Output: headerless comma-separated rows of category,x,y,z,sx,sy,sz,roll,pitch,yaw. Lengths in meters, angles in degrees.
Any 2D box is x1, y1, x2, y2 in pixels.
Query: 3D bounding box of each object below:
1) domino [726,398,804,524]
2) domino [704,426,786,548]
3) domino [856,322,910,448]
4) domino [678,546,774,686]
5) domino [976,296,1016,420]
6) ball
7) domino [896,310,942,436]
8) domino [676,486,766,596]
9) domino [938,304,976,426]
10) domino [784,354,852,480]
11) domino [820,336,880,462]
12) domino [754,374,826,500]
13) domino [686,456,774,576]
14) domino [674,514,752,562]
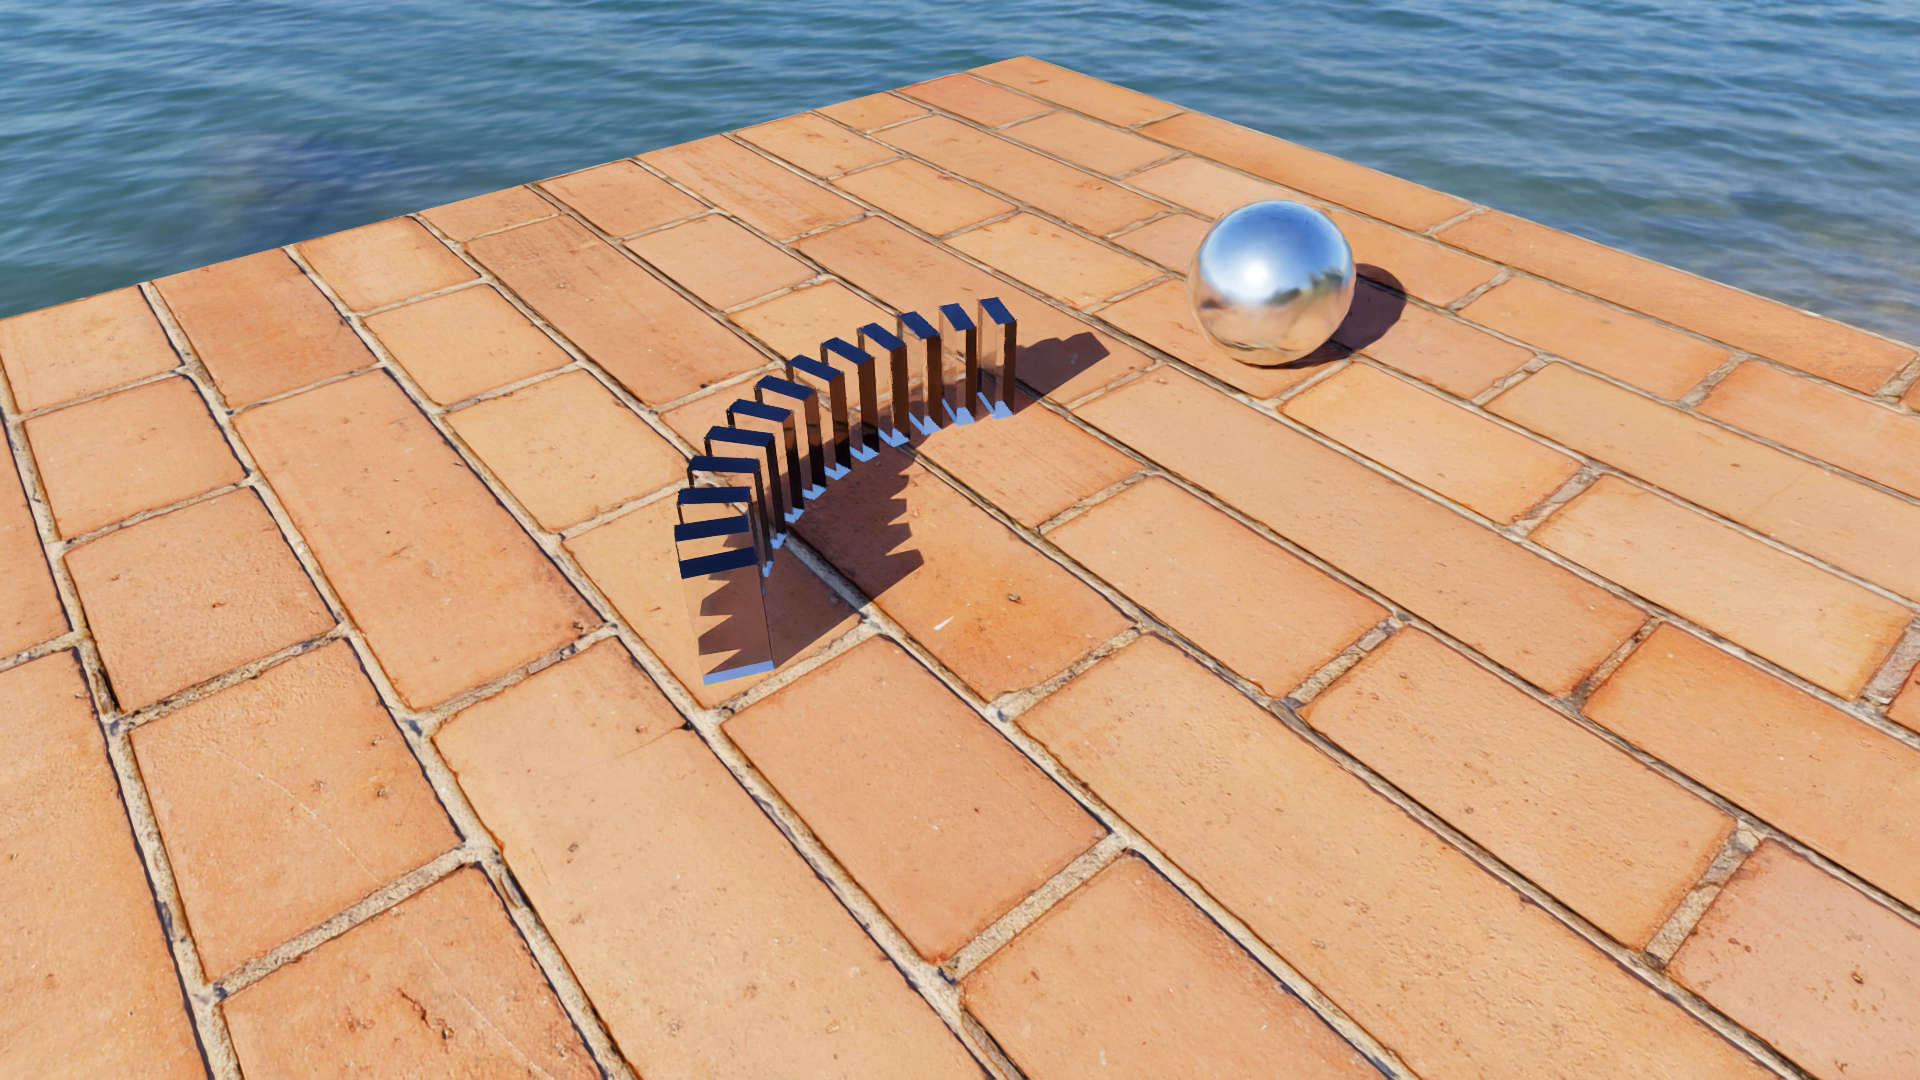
domino,-0.079,-0.032,0.450,0.025,0.050,0.009,14,41,16
domino,-0.085,-0.020,0.436,0.025,0.050,0.010,8,40,10
domino,-0.034,-0.070,0.497,0.010,0.050,0.025,-25,46,-28
domino,-0.080,0.027,0.379,0.025,0.050,0.010,-12,41,-14
domino,0.017,-0.085,0.515,0.009,0.050,0.025,-13,41,-15
ball,0.153,-0.127,0.542,0.080,0.080,0.080,0,39,0
domino,-0.018,-0.076,0.505,0.009,0.050,0.025,-19,43,-22
domino,-0.088,0.003,0.407,0.025,0.050,0.009,-2,39,-3
domino,-0.001,-0.081,0.510,0.010,0.050,0.025,-13,41,-15
domino,-0.061,-0.053,0.476,0.025,0.050,0.010,26,46,28
domino,-0.049,-0.062,0.487,0.025,0.050,0.009,32,49,33
domino,-0.071,-0.043,0.464,0.025,0.050,0.009,19,43,22
domino,-0.088,-0.009,0.422,0.025,0.050,0.009,3,39,4
domino,-0.085,0.015,0.393,0.025,0.050,0.009,-9,40,-10
